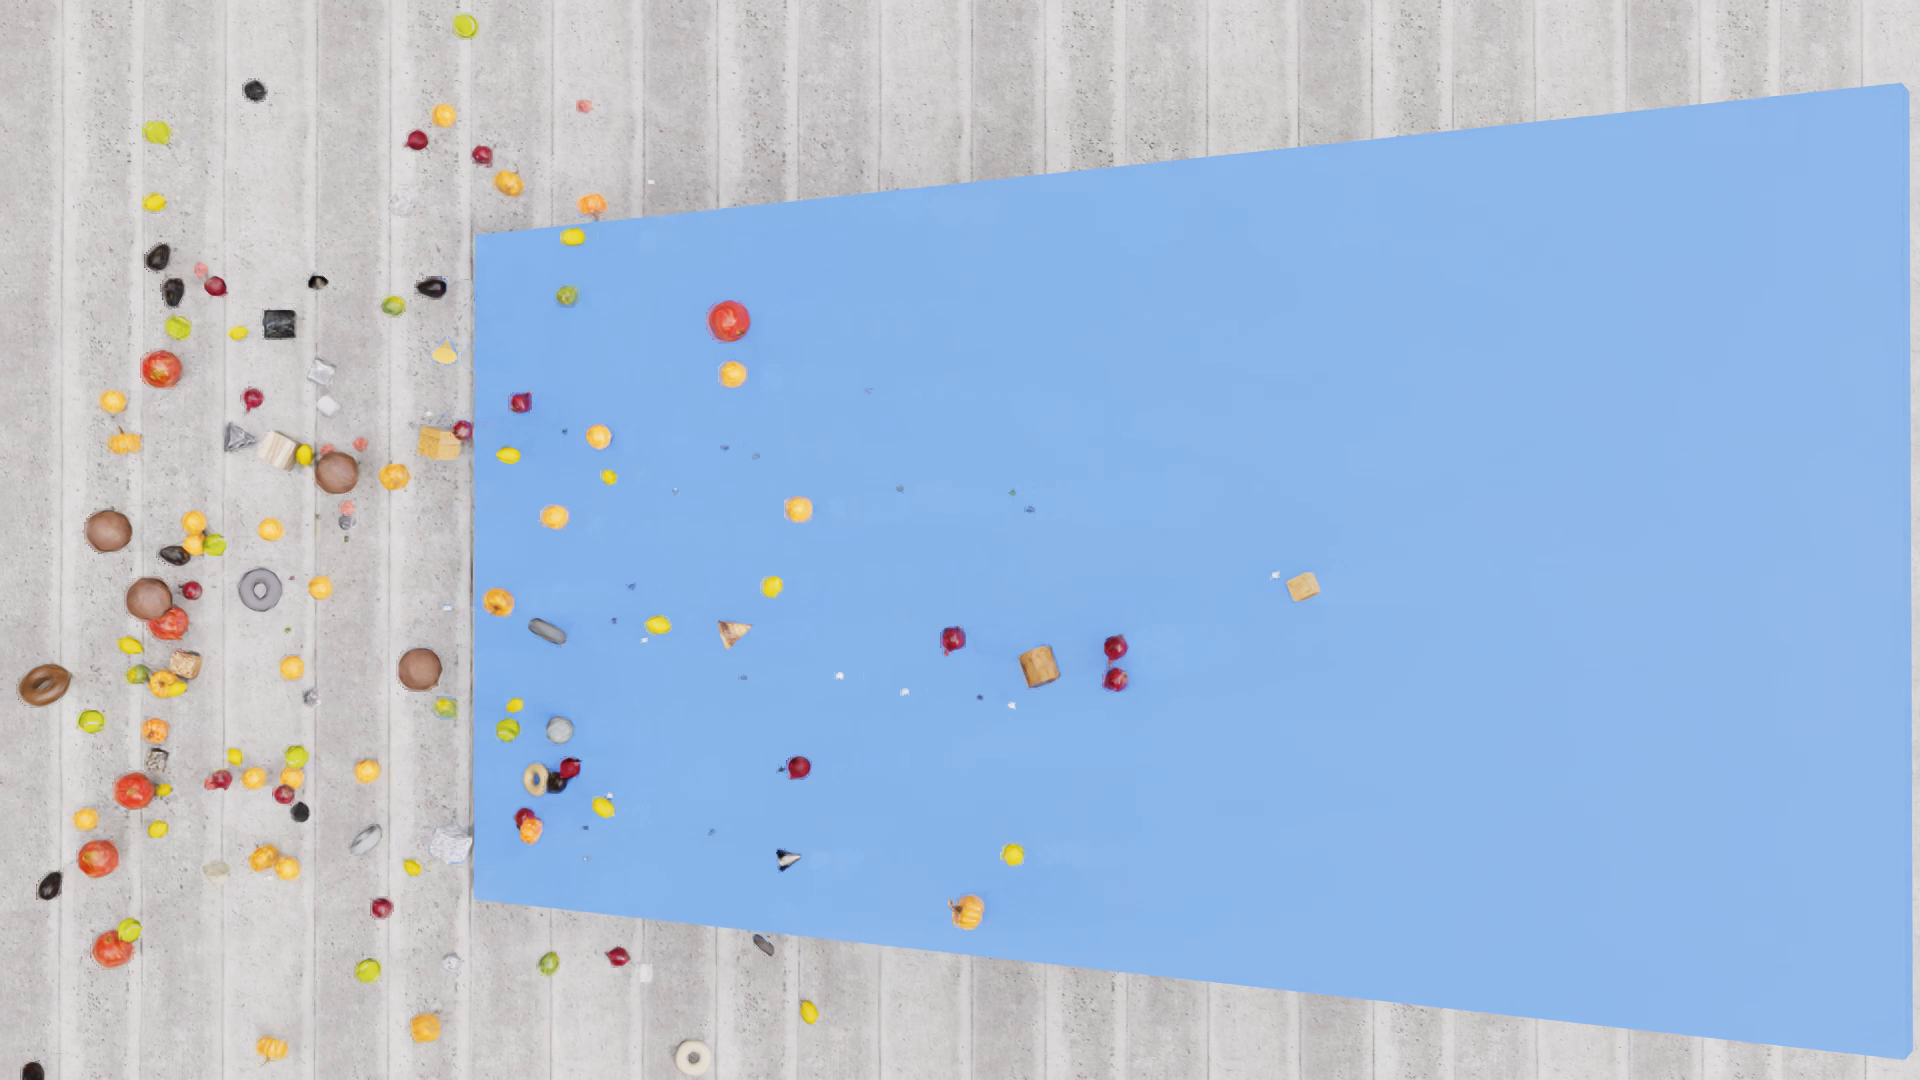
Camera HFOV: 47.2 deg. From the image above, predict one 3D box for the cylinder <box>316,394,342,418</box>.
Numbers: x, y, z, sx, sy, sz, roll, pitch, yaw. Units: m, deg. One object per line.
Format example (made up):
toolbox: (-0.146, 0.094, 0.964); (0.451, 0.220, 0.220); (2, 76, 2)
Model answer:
cylinder: (-1.912, -0.404, 6.663); (0.053, 0.053, 0.053); (43, 90, 7)

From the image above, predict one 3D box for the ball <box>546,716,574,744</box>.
ball: (-1.161, 0.552, 6.380); (0.082, 0.082, 0.082); (0, 89, 0)

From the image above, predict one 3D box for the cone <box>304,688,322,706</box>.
cone: (-1.973, 0.480, 6.675); (0.054, 0.054, 0.054); (0, 89, 0)

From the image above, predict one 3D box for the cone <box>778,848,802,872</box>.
cone: (-0.456, 0.863, 5.967); (0.066, 0.066, 0.066); (-13, 89, 4)

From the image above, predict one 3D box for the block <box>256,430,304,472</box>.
block: (-2.058, -0.271, 6.663); (0.090, 0.090, 0.090); (30, 90, 0)

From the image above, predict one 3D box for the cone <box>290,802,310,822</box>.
cone: (-2.011, 0.831, 6.668); (0.061, 0.061, 0.061); (0, 89, 0)

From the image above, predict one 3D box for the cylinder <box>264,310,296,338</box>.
cylinder: (-2.056, -0.654, 6.648); (0.087, 0.087, 0.087); (0, 89, -11)

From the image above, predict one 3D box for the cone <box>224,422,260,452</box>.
cone: (-2.177, -0.307, 6.686); (0.097, 0.097, 0.097); (6, 89, -27)

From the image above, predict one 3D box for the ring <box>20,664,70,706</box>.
ring: (-2.752, 0.435, 6.612); (0.149, 0.050, 0.149); (-3, 47, 4)

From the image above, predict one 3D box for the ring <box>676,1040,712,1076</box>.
ring: (-0.808, 1.572, 6.674); (0.112, 0.037, 0.112); (0, 90, 1)

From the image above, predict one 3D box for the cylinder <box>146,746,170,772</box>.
cylinder: (-2.435, 0.666, 6.671); (0.057, 0.057, 0.057); (23, 107, 0)

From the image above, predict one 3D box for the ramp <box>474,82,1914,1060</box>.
ramp: (0.261, 0.072, 5.603); (4.000, 0.100, 2.000); (0, 89, 32)

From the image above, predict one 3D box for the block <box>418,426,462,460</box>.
block: (-1.572, -0.293, 6.644); (0.087, 0.087, 0.087); (15, 98, 33)

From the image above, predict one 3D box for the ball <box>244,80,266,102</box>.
ball: (-2.144, -1.366, 6.687); (0.062, 0.062, 0.062); (0, 89, 0)

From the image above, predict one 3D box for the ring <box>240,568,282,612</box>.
ring: (-2.125, 0.152, 6.682); (0.133, 0.044, 0.133); (0, 88, 4)

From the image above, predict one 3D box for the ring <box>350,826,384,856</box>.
ring: (-1.789, 0.907, 6.629); (0.113, 0.113, 0.038); (-35, 108, 0)

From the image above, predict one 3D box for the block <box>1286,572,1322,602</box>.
block: (0.808, 0.111, 5.171); (0.052, 0.052, 0.052); (-29, 75, 29)

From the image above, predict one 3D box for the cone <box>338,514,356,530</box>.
cone: (-1.869, -0.056, 6.680); (0.053, 0.053, 0.053); (0, 89, 0)

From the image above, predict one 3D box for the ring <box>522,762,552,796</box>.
ring: (-1.243, 0.703, 6.459); (0.099, 0.033, 0.099); (1, 91, 32)

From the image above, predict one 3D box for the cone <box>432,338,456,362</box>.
cone: (-1.559, -0.588, 6.671); (0.073, 0.073, 0.073); (1, 57, 0)

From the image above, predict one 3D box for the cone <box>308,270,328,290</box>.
cone: (-1.956, -0.801, 6.682); (0.058, 0.058, 0.058); (-23, 54, 0)

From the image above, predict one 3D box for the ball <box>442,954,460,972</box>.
ball: (-1.543, 1.282, 6.667); (0.054, 0.054, 0.054); (0, 89, 0)

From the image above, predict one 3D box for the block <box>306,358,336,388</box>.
block: (-1.931, -0.507, 6.649); (0.064, 0.064, 0.064); (22, 99, -12)

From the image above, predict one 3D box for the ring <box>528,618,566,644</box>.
ring: (-1.189, 0.264, 6.340); (0.120, 0.120, 0.040); (26, 77, 0)

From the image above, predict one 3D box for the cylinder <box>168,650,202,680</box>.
cylinder: (-2.348, 0.378, 6.667); (0.071, 0.071, 0.071); (16, 90, 0)

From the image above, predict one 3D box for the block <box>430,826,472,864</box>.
block: (-1.529, 0.915, 6.610); (0.077, 0.077, 0.077); (28, 105, 30)

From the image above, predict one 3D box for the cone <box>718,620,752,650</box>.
cone: (-0.611, 0.248, 6.064); (0.088, 0.088, 0.088); (-18, 90, 4)

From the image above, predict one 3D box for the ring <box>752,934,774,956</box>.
ring: (-0.543, 1.120, 6.086); (0.075, 0.075, 0.025); (42, 76, 0)

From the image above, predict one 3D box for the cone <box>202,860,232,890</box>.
cone: (-2.256, 1.031, 6.678); (0.082, 0.082, 0.082); (9, 116, 0)

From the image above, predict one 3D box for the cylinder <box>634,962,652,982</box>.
cylinder: (-0.958, 1.307, 6.650); (0.052, 0.052, 0.052); (3, 81, 0)
